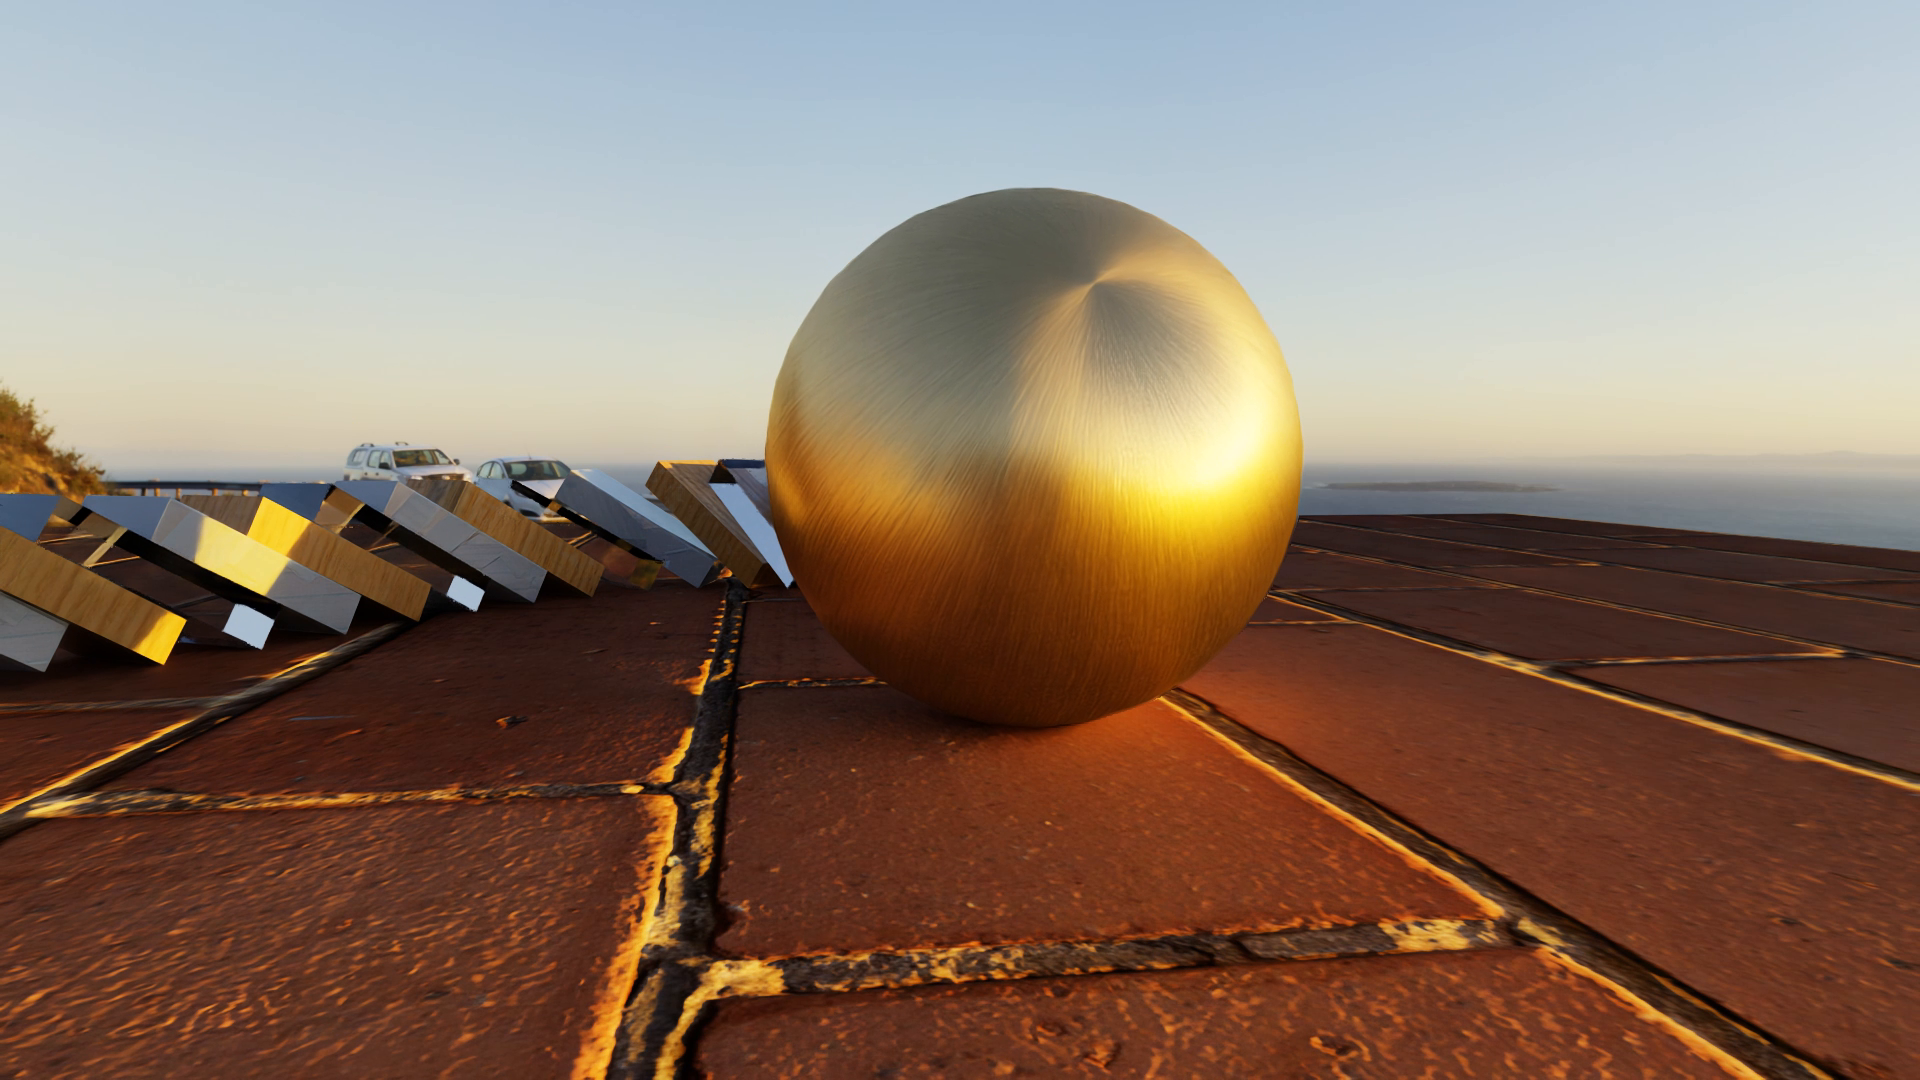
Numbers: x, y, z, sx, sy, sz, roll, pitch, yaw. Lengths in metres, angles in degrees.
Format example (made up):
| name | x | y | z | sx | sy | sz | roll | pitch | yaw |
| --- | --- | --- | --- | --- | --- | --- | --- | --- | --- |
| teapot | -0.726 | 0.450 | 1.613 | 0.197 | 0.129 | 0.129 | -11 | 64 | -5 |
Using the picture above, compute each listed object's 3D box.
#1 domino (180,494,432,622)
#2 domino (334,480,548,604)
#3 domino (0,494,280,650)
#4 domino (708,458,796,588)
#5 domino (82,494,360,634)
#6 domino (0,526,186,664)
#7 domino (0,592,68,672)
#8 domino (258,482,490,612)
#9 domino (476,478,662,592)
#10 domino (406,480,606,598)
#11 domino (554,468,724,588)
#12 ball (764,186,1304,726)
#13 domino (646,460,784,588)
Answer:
| name | x | y | z | sx | sy | sz | roll | pitch | yaw |
| --- | --- | --- | --- | --- | --- | --- | --- | --- | --- |
| domino | -0.149 | 0.005 | 0.292 | 0.025 | 0.010 | 0.050 | 2 | -23 | 24 |
| domino | -0.134 | 0.001 | 0.329 | 0.025 | 0.010 | 0.050 | 2 | -26 | 32 |
| domino | -0.164 | 0.007 | 0.252 | 0.025 | 0.010 | 0.050 | 2 | -26 | 23 |
| domino | -0.053 | -0.006 | 0.390 | 0.025 | 0.010 | 0.050 | -2 | 40 | -46 |
| domino | -0.156 | 0.006 | 0.272 | 0.025 | 0.010 | 0.050 | 2 | -24 | 23 |
| domino | -0.172 | 0.008 | 0.234 | 0.025 | 0.010 | 0.050 | 2 | -27 | 23 |
| domino | -0.181 | 0.008 | 0.214 | 0.025 | 0.010 | 0.050 | 0 | -28 | 19 |
| domino | -0.142 | 0.002 | 0.312 | 0.025 | 0.010 | 0.050 | 2 | -26 | 29 |
| domino | -0.113 | -0.001 | 0.366 | 0.050 | 0.009 | 0.025 | 34 | -19 | -37 |
| domino | -0.123 | 0.000 | 0.346 | 0.025 | 0.010 | 0.050 | 3 | -25 | 34 |
| domino | -0.095 | -0.004 | 0.389 | 0.050 | 0.010 | 0.025 | 32 | 4 | -1 |
| ball | 0.011 | -0.012 | 0.194 | 0.080 | 0.080 | 0.080 | 0 | 4 | 0 |
| domino | -0.071 | -0.006 | 0.396 | 0.050 | 0.009 | 0.025 | 42 | 22 | 21 |
